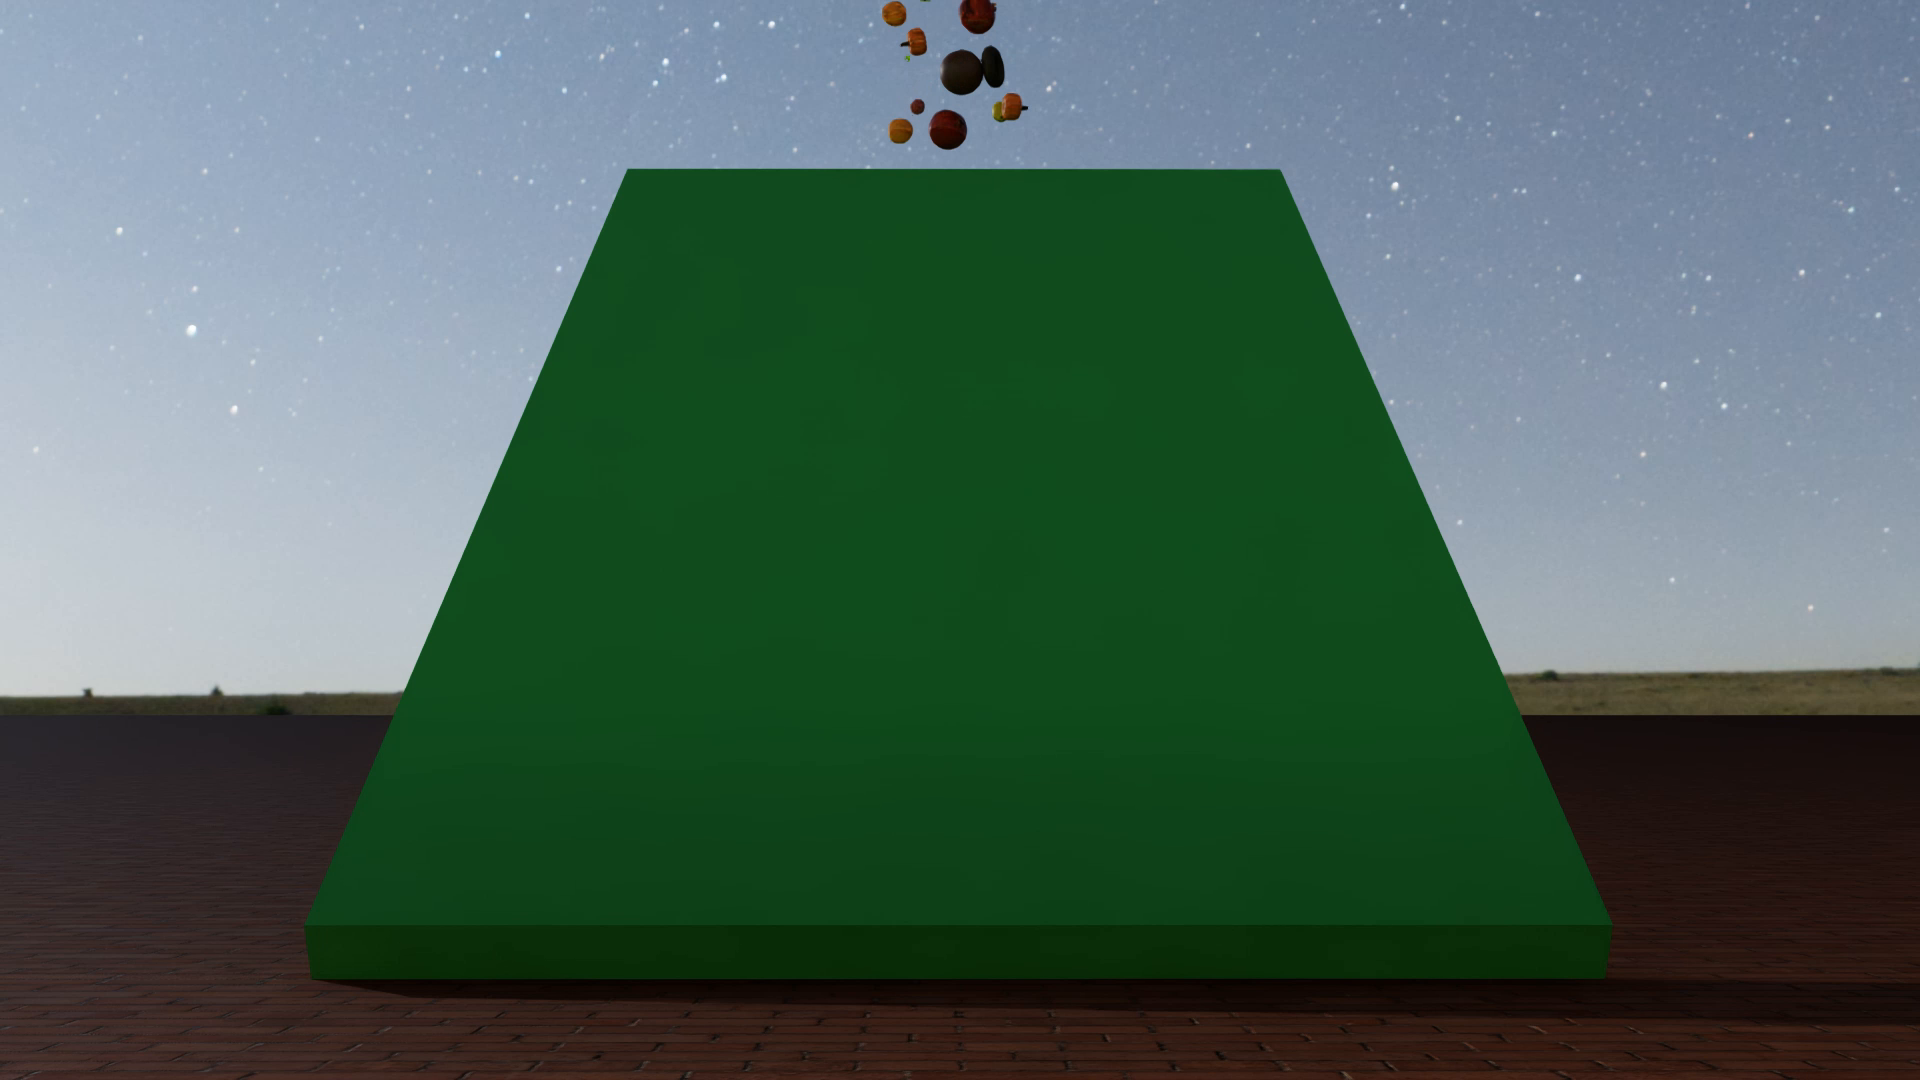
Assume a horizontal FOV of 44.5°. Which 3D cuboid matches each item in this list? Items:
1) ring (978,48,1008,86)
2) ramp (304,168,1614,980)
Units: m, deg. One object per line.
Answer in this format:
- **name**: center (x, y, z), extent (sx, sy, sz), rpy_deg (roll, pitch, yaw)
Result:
- **ring**: center (0.097, -1.385, 6.877), extent (0.040, 0.121, 0.121), rpy_deg (-24, -15, 26)
- **ramp**: center (-0.009, -0.229, 5.415), extent (2.000, 0.100, 4.000), rpy_deg (0, 26, 0)
